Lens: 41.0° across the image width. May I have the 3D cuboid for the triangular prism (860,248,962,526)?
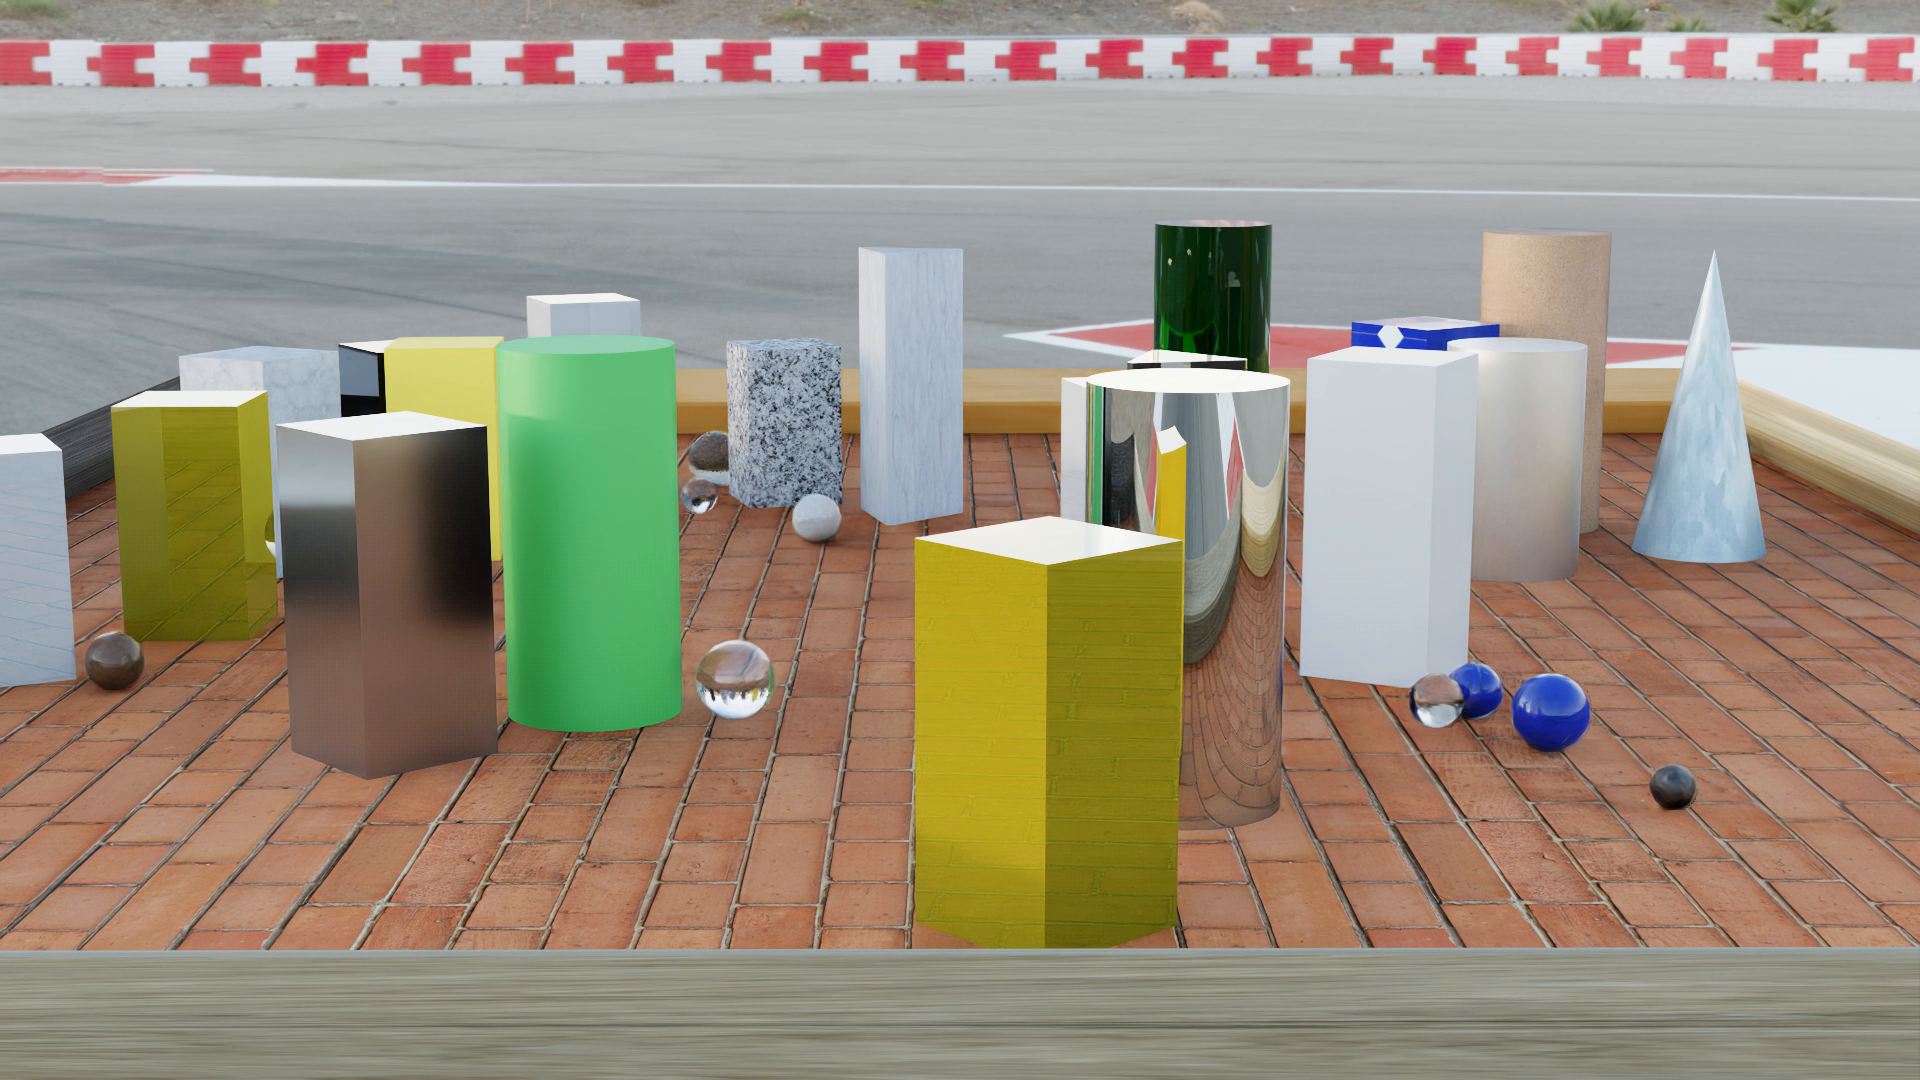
[{"bbox_3d":[-0.109,-0.257,4.185,0.148,0.433,0.171,10,14,43],"label":"triangular prism"}]

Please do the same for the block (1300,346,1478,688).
[{"bbox_3d":[0.518,-0.031,3.099,0.158,0.384,0.158,6,12,28],"label":"block"}]

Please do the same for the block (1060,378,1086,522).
[{"bbox_3d":[0.225,-0.028,3.214,0.158,0.337,0.158,-3,11,-15],"label":"block"}]

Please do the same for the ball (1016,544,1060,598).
[{"bbox_3d":[0.113,0.043,3.556,0.073,0.073,0.073,0,10,0],"label":"ball"}]

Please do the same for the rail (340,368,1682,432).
[{"bbox_3d":[-0.010,-0.274,5.108,3.027,0.129,0.045,0,10,0],"label":"rail"}]

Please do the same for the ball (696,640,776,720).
[{"bbox_3d":[-0.253,0.157,2.892,0.090,0.090,0.090,0,10,0],"label":"ball"}]

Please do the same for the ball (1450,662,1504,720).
[{"bbox_3d":[0.580,0.170,2.892,0.064,0.064,0.064,0,10,0],"label":"ball"}]

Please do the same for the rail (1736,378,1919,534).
[{"bbox_3d":[1.490,0.032,3.457,0.045,0.129,3.423,0,10,0],"label":"rail"}]

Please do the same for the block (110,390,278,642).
[{"bbox_3d":[-0.992,-0.034,3.338,0.158,0.302,0.158,0,10,-1],"label":"block"}]

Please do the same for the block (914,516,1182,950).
[{"bbox_3d":[0.074,0.165,2.174,0.158,0.336,0.158,-9,14,-42],"label":"block"}]

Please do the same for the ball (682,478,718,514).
[{"bbox_3d":[-0.429,-0.073,4.220,0.058,0.058,0.058,0,10,0],"label":"ball"}]

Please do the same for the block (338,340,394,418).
[{"bbox_3d":[-0.879,-0.166,4.087,0.158,0.290,0.158,-7,13,-34],"label":"block"}]

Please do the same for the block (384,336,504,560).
[{"bbox_3d":[-0.770,-0.139,3.865,0.158,0.318,0.158,-1,11,-4],"label":"block"}]

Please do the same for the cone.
[{"bbox_3d":[1.123,-0.209,3.859,0.198,0.457,0.198,0,10,0],"label":"cone"}]

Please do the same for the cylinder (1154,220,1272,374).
[{"bbox_3d":[0.428,-0.306,4.367,0.198,0.463,0.198,0,10,0],"label":"cylinder"}]

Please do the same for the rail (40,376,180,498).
[{"bbox_3d":[-1.490,0.035,3.440,0.045,0.129,3.423,0,10,0],"label":"rail"}]

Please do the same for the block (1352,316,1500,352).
[{"bbox_3d":[0.715,-0.168,3.969,0.158,0.336,0.158,-8,13,-35],"label":"block"}]

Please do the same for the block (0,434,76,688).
[{"bbox_3d":[-1.168,0.025,3.090,0.158,0.278,0.158,-5,12,-27],"label":"block"}]

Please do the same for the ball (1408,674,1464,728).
[{"bbox_3d":[0.530,0.179,2.856,0.061,0.061,0.061,0,10,0],"label":"ball"}]

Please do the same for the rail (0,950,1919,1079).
[{"bbox_3d":[0.010,0.340,1.789,3.027,0.129,0.045,0,10,0],"label":"rail"}]

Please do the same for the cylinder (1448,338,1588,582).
[{"bbox_3d":[0.803,-0.120,3.726,0.198,0.330,0.198,0,10,0],"label":"cylinder"}]

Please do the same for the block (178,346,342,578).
[{"bbox_3d":[-1.018,-0.117,3.757,0.158,0.313,0.158,6,12,27],"label":"block"}]

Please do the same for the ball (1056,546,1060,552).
[{"bbox_3d":[0.151,0.036,3.622,0.062,0.062,0.062,0,10,0],"label":"ball"}]

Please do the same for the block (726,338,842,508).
[{"bbox_3d":[-0.298,-0.200,4.343,0.158,0.264,0.158,-3,11,-18],"label":"block"}]

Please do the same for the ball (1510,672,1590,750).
[{"bbox_3d":[0.635,0.185,2.759,0.084,0.084,0.084,0,10,0],"label":"ball"}]

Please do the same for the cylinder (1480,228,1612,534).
[{"bbox_3d":[0.924,-0.255,4.080,0.198,0.468,0.198,0,10,0],"label":"cylinder"}]

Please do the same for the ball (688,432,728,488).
[{"bbox_3d":[-0.426,-0.141,4.478,0.098,0.098,0.098,0,10,0],"label":"ball"}]

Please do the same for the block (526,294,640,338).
[{"bbox_3d":[-0.655,-0.259,4.485,0.158,0.327,0.158,-5,11,-23],"label":"block"}]

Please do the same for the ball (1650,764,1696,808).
[{"bbox_3d":[0.707,0.244,2.545,0.044,0.044,0.044,0,10,0],"label":"ball"}]

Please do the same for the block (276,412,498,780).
[{"bbox_3d":[-0.607,0.054,2.724,0.158,0.354,0.158,-10,14,-42],"label":"block"}]

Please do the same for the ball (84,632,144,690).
[{"bbox_3d":[-0.999,0.142,3.031,0.068,0.068,0.068,0,10,0],"label":"ball"}]

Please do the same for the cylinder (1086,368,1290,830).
[{"bbox_3d":[0.221,0.053,2.532,0.198,0.424,0.198,0,10,0],"label":"cylinder"}]

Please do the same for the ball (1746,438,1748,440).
[{"bbox_3d":[1.451,-0.179,4.809,0.052,0.052,0.052,0,10,0],"label":"ball"}]

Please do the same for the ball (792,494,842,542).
[{"bbox_3d":[-0.221,-0.033,3.959,0.075,0.075,0.075,0,10,0],"label":"ball"}]

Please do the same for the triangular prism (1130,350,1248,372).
[{"bbox_3d":[0.299,-0.101,3.647,0.171,0.323,0.148,-3,11,-13],"label":"triangular prism"}]

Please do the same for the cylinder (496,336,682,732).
[{"bbox_3d":[-0.417,-0.012,2.898,0.198,0.420,0.198,0,10,0],"label":"cylinder"}]
